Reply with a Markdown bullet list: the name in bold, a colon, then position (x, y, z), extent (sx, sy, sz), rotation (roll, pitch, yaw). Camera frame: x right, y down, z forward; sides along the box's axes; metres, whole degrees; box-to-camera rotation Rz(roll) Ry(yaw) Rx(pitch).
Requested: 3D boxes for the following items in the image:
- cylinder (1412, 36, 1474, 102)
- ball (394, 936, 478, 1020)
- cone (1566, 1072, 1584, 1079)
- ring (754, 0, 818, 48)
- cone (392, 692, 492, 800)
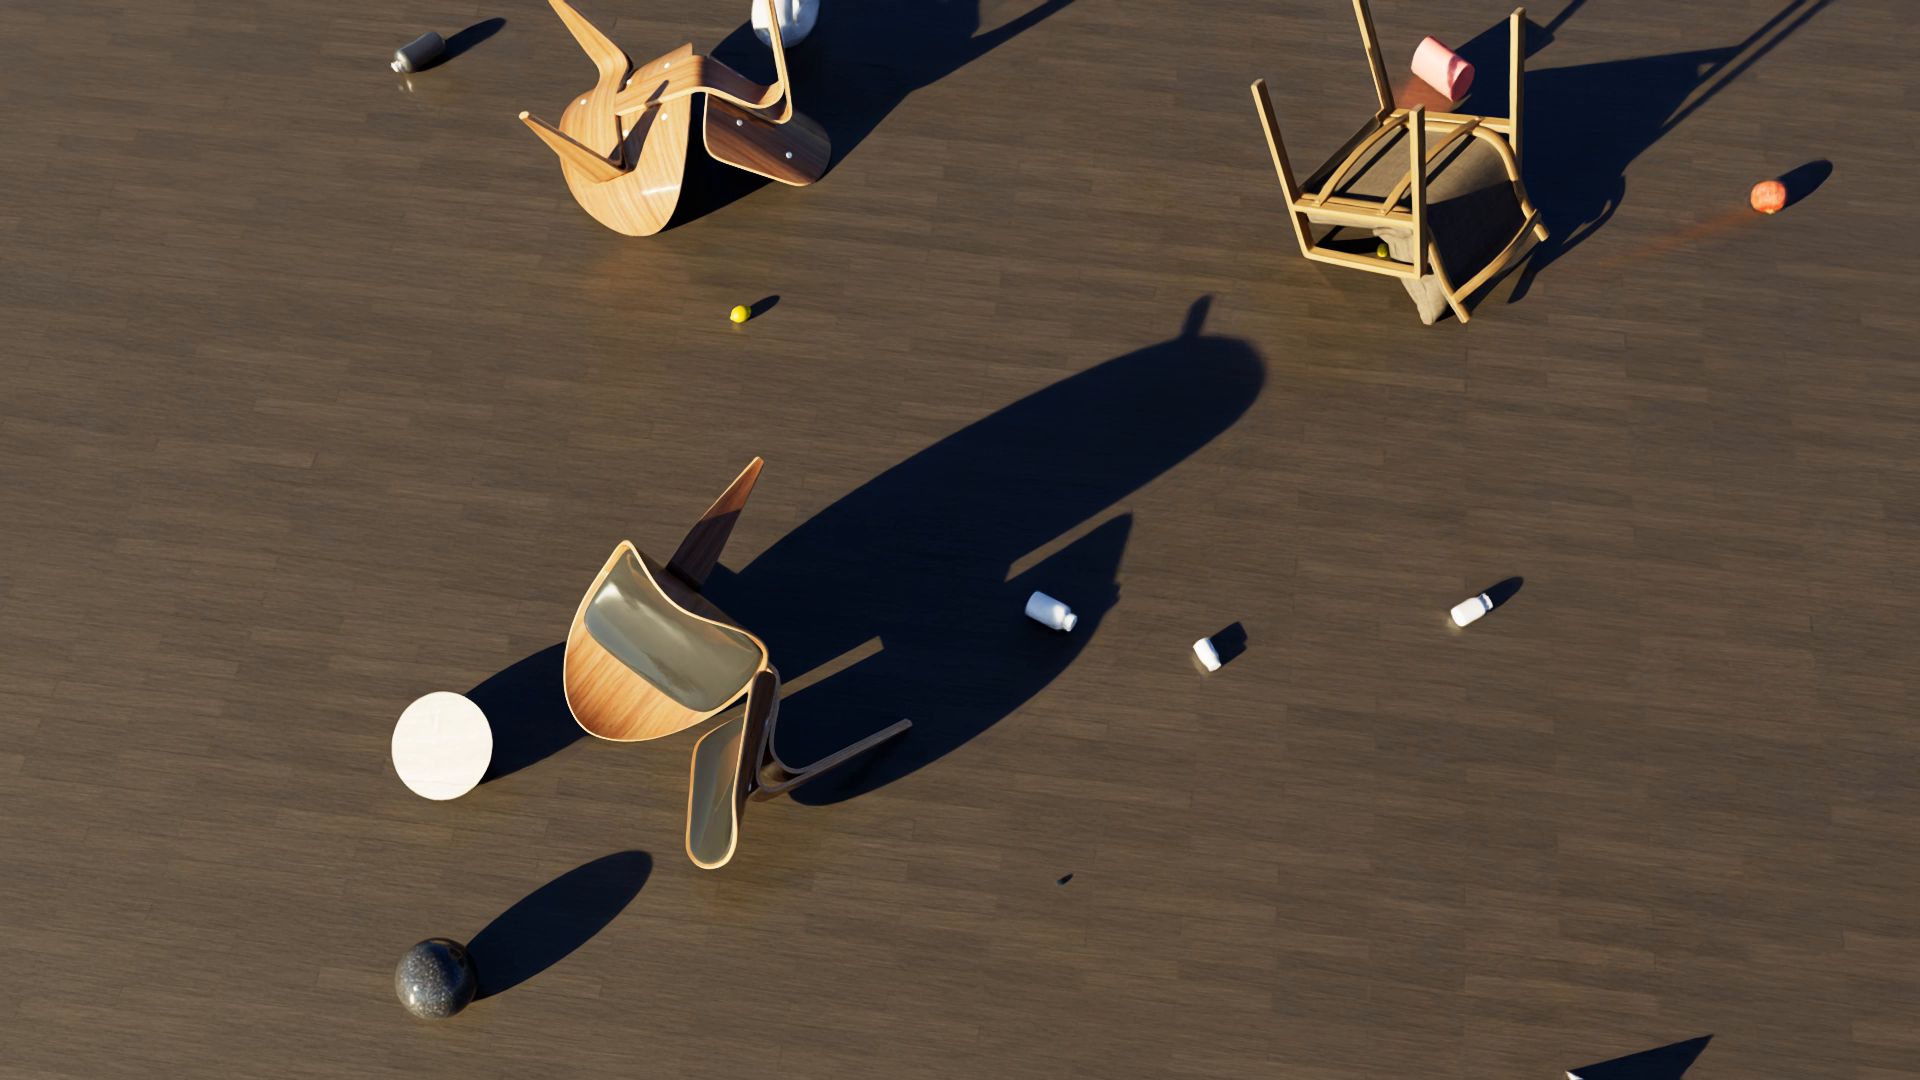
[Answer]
- **cylinder**: position (1.660, -1.619, 7.560), extent (0.113, 0.167, 0.181), rotation (-38, 64, -15)
- **ball**: position (-1.352, 1.134, 5.686), extent (0.212, 0.212, 0.212), rotation (0, 56, 0)
- **cone**: position (1.617, 1.410, 5.589), extent (0.104, 0.140, 0.201), rotation (-51, 47, -4)
- **ring**: position (-0.605, -1.859, 7.678), extent (0.144, 0.244, 0.386), rotation (0, 39, 21)
- **cone**: position (-1.405, 0.576, 6.129), extent (0.353, 0.121, 0.297), rotation (0, 83, 27)
